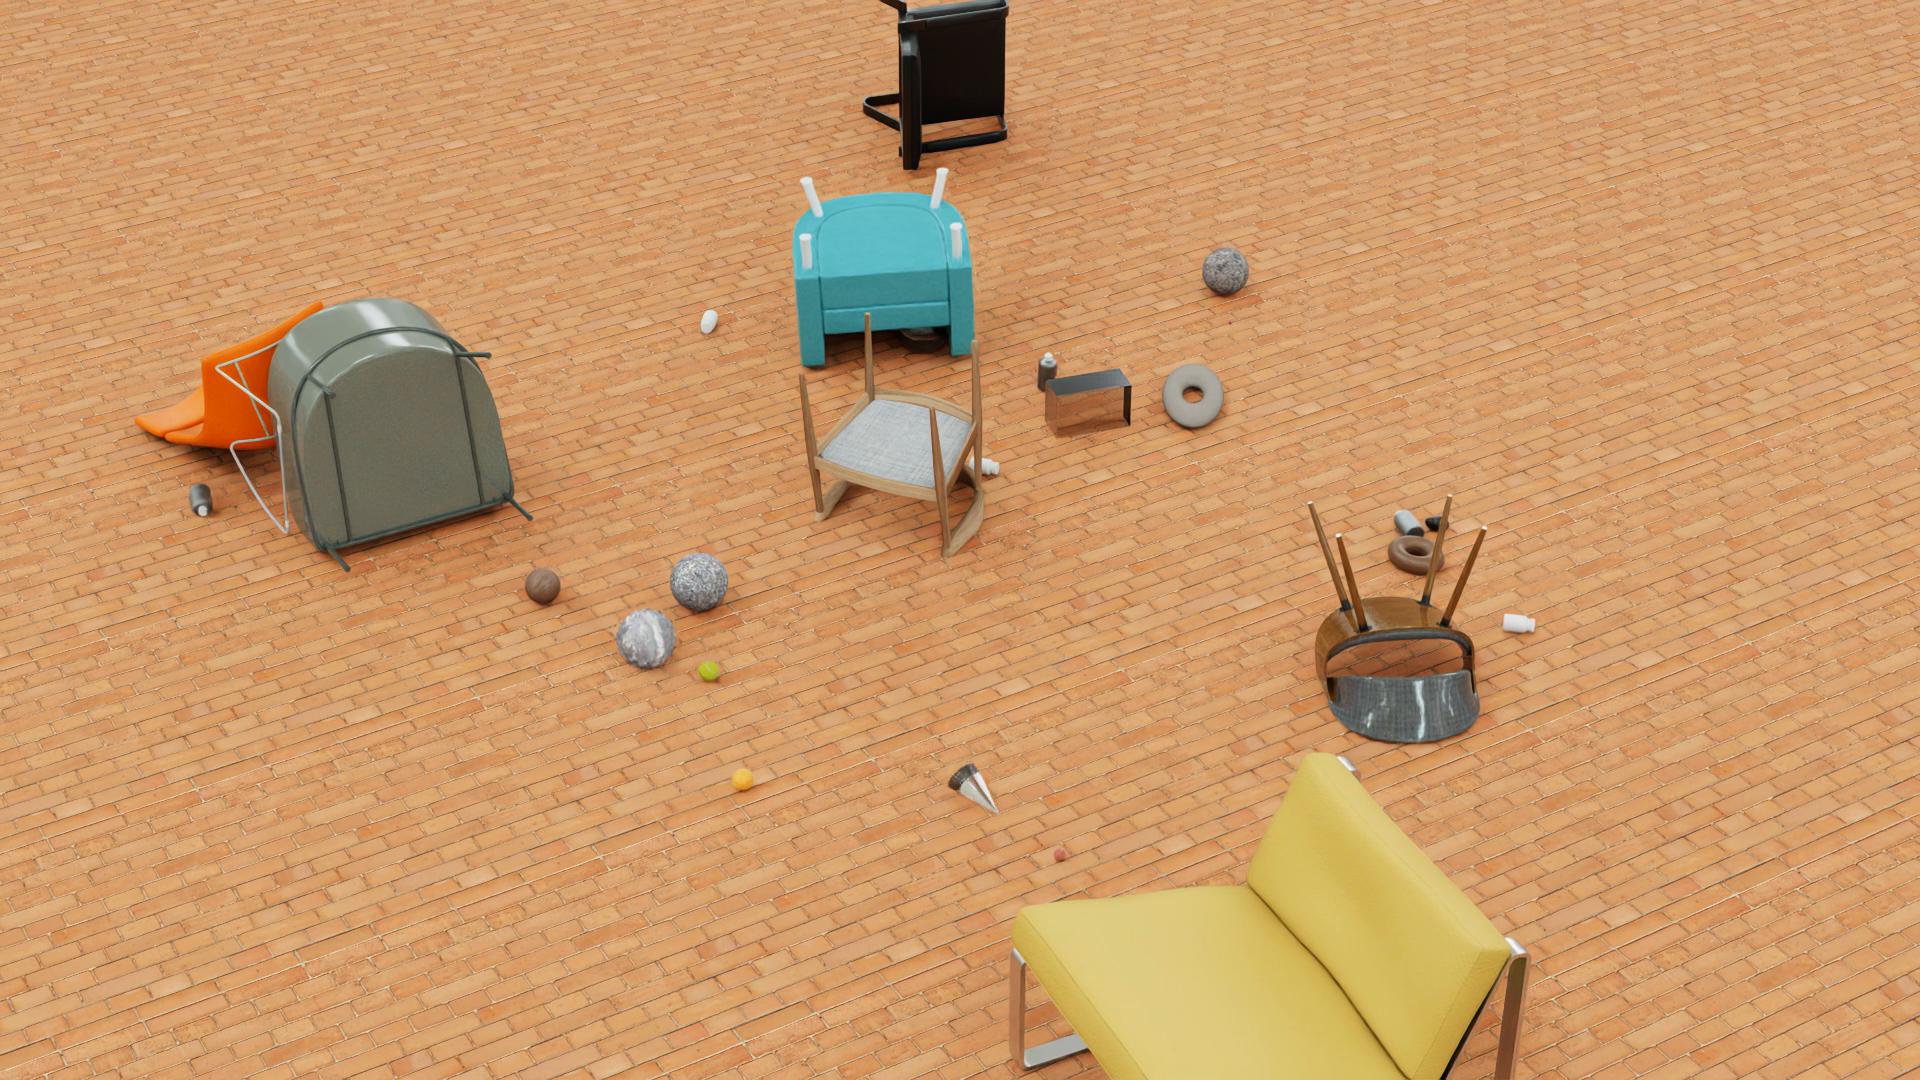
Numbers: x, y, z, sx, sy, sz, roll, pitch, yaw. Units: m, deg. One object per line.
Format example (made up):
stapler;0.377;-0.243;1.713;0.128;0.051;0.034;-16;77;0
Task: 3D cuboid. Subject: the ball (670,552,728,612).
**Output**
ball;-0.937;0.150;10.526;0.210;0.210;0.210;0;33;0

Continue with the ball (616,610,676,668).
ball;-1.094;0.344;10.236;0.205;0.205;0.205;0;33;0

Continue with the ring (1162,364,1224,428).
ring;0.935;-0.581;11.770;0.248;0.063;0.487;2;33;4

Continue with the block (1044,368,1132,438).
block;0.506;-0.540;11.591;0.310;0.190;0.140;-10;35;-15

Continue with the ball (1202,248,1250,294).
ball;1.132;-1.146;12.500;0.203;0.203;0.203;0;33;0

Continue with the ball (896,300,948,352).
ball;-0.154;-0.880;12.085;0.215;0.215;0.215;0;33;0

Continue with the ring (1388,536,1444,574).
ring;1.680;0.055;10.800;0.223;0.068;0.187;29;44;35

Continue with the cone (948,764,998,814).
cone;0.068;0.838;9.624;0.126;0.110;0.191;-10;47;-49
